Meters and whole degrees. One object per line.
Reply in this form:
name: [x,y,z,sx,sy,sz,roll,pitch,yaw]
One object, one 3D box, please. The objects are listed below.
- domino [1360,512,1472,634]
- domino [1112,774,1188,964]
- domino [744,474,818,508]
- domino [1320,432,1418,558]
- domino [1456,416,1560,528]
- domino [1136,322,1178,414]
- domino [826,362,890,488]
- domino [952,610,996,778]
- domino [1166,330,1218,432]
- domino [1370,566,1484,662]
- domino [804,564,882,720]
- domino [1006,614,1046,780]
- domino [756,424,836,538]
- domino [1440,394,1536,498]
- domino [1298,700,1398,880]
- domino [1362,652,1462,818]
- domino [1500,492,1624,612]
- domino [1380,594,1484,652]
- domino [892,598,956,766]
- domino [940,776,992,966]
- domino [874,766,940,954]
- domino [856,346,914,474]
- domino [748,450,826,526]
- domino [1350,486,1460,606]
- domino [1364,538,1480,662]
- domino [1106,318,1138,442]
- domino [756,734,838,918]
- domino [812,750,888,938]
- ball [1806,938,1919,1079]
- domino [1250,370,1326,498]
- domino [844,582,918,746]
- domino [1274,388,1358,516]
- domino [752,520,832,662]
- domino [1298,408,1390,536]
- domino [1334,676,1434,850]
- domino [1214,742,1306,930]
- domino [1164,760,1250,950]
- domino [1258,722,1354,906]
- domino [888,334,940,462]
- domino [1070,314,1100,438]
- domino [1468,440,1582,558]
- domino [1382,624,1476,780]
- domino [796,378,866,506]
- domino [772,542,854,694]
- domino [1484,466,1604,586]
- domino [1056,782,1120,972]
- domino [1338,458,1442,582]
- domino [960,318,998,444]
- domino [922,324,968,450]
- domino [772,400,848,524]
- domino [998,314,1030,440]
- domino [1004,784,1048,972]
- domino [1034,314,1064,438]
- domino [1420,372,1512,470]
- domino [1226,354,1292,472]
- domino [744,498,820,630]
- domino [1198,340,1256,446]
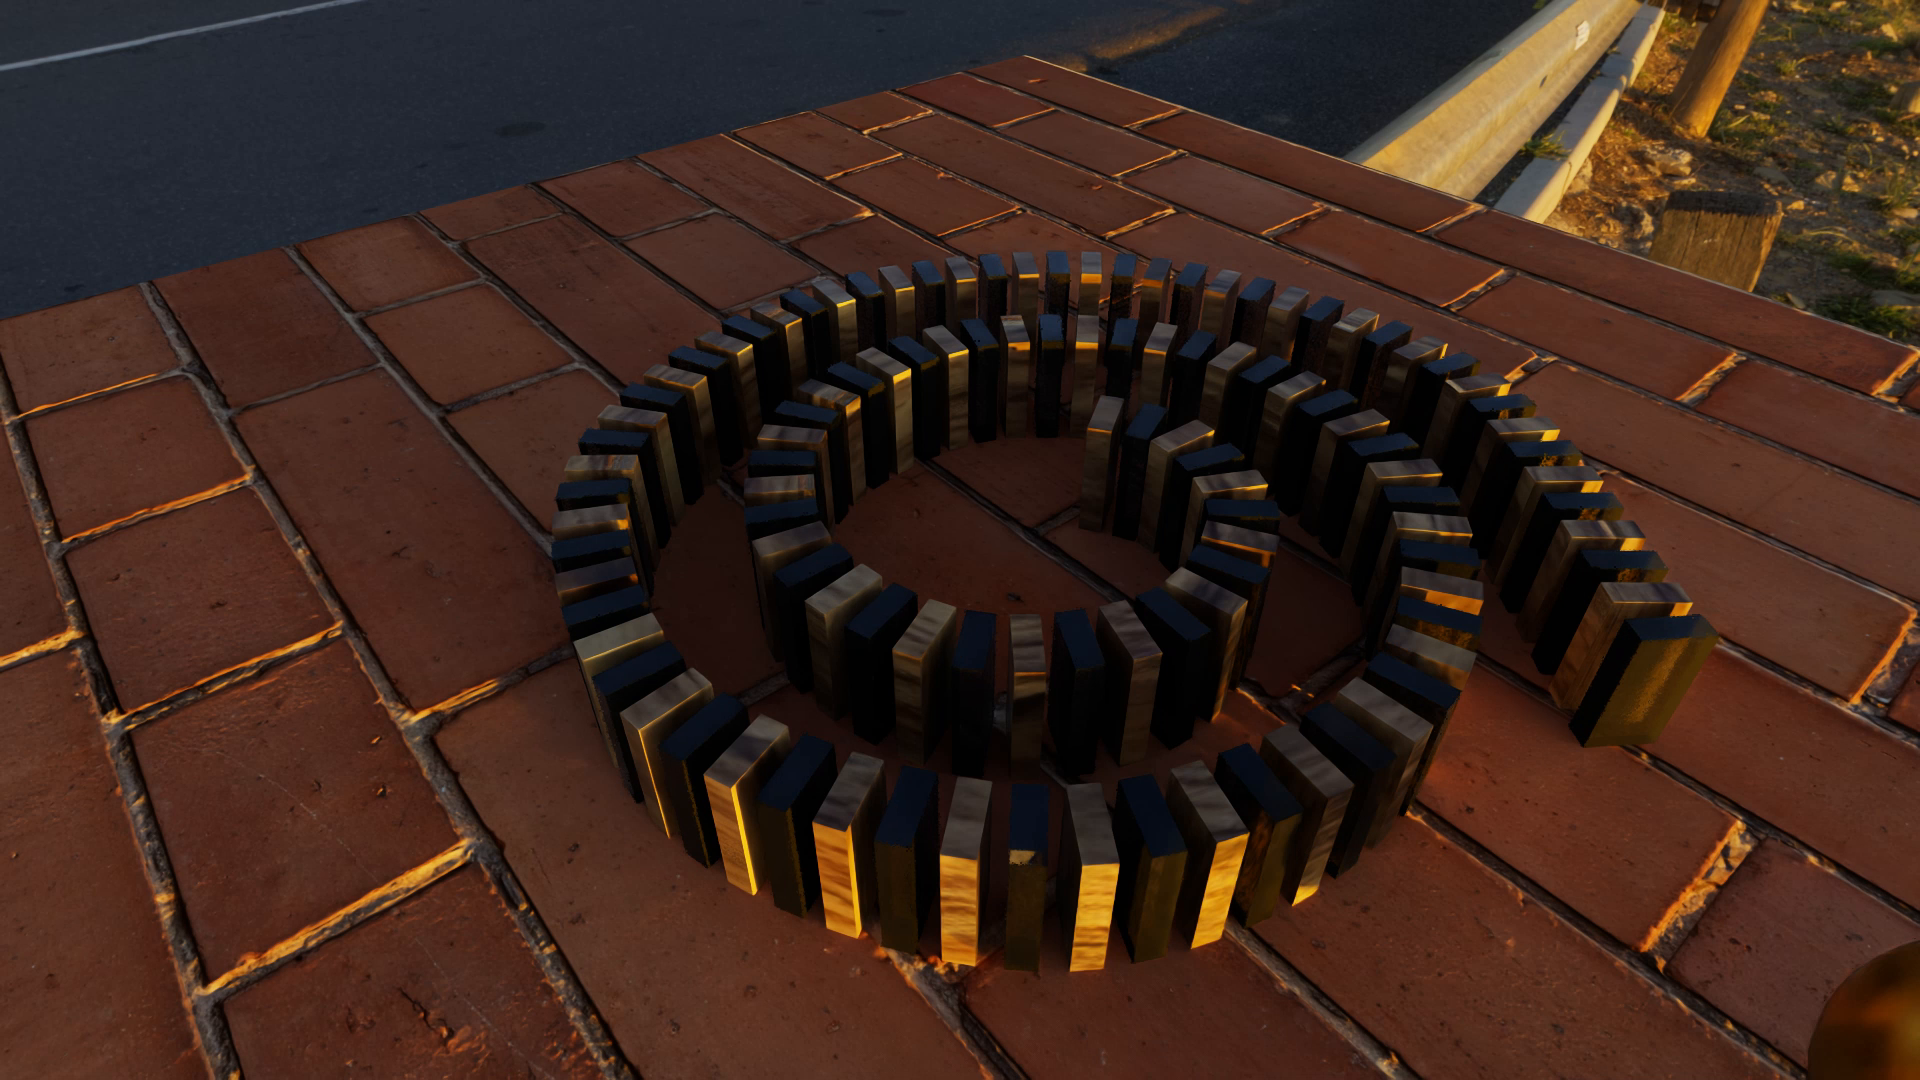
domino: [0.163,0.013,0.395,0.025,0.050,0.010,5,40,6]
domino: [0.050,0.090,0.301,0.009,0.050,0.025,-8,40,-10]
domino: [-0.065,-0.001,0.413,0.025,0.050,0.009,-4,39,-4]
domino: [0.160,-0.017,0.432,0.025,0.050,0.009,-11,41,-13]
domino: [0.219,-0.025,0.442,0.025,0.050,0.009,-4,39,-5]
domino: [0.088,-0.069,0.496,0.009,0.050,0.025,13,41,15]
domino: [-0.044,-0.049,0.471,0.025,0.050,0.009,28,47,30]
domino: [0.004,0.050,0.351,0.009,0.050,0.025,7,40,8]
domino: [0.103,-0.065,0.491,0.009,0.050,0.025,20,43,23]
domino: [0.156,0.033,0.371,0.025,0.050,0.009,12,41,14]
domino: [-0.037,0.035,0.369,0.009,0.050,0.025,30,48,32]
domino: [0.021,0.050,0.350,0.009,0.050,0.025,-1,39,-1]
domino: [-0.064,-0.021,0.438,0.025,0.050,0.010,6,40,7]
domino: [0.216,-0.036,0.455,0.025,0.050,0.009,-7,40,-8]
domino: [0.108,0.074,0.322,0.009,0.050,0.025,-24,45,-26]
domino: [0.133,0.060,0.338,0.025,0.050,0.009,29,47,31]
domino: [0.221,0.005,0.405,0.025,0.050,0.009,0,39,0]
domino: [0.150,0.043,0.359,0.025,0.050,0.009,16,42,19]
domino: [-0.011,0.046,0.355,0.009,0.050,0.025,17,42,19]
domino: [0.002,0.091,0.300,0.009,0.050,0.025,7,40,8]
domino: [-0.014,0.089,0.303,0.009,0.050,0.025,10,40,12]
domino: [-0.033,-0.056,0.480,0.009,0.050,0.025,-30,48,-32]
domino: [-0.066,-0.011,0.425,0.025,0.050,0.009,1,39,1]
domino: [0.164,0.003,0.408,0.025,0.050,0.009,1,39,1]
domino: [0.160,0.023,0.383,0.025,0.050,0.009,8,40,10]
domino: [0.072,-0.072,0.500,0.010,0.050,0.025,8,40,10]
domino: [-0.044,0.082,0.312,0.009,0.050,0.025,16,42,19]
domino: [-0.029,0.086,0.307,0.010,0.050,0.025,13,41,16]
ball: [0.231,0.126,0.234,0.080,0.080,0.080,0,39,0]
domino: [0.138,-0.044,0.465,0.025,0.050,0.009,-25,46,-28]
domino: [-0.025,0.041,0.361,0.010,0.050,0.025,24,45,26]
domino: [0.147,-0.036,0.455,0.025,0.050,0.010,-21,44,-24]
domino: [-0.057,0.019,0.389,0.025,0.050,0.009,-17,42,-20]
domino: [0.154,-0.027,0.444,0.025,0.050,0.010,-16,42,-19]
domino: [0.121,0.067,0.329,0.009,0.050,0.025,-29,47,-30]
domino: [0.080,0.084,0.309,0.009,0.050,0.025,-16,42,-19]
domino: [0.065,0.088,0.305,0.009,0.050,0.025,-13,41,-15]
domino: [0.095,0.079,0.315,0.009,0.050,0.025,-20,43,-23]
domino: [-0.020,-0.063,0.488,0.009,0.050,0.025,-25,45,-27]
domino: [0.057,-0.074,0.502,0.009,0.050,0.025,4,40,5]
domino: [0.220,-0.015,0.430,0.025,0.050,0.010,-2,39,-3]
domino: [0.142,0.052,0.348,0.025,0.050,0.009,21,44,24]
domino: [-0.053,-0.040,0.461,0.025,0.050,0.010,22,44,24]
domino: [-0.048,0.027,0.378,0.025,0.050,0.010,-27,46,-29]
domino: [0.220,-0.005,0.417,0.025,0.050,0.009,-1,39,-1]
domino: [0.034,0.092,0.299,0.009,0.050,0.025,-3,39,-4]
domino: [0.164,-0.007,0.420,0.025,0.050,0.009,-4,40,-5]
domino: [0.008,-0.072,0.499,0.010,0.050,0.025,-11,41,-13]
domino: [-0.006,-0.068,0.495,0.010,0.050,0.025,-19,43,-21]
domino: [-0.061,-0.031,0.450,0.025,0.050,0.010,13,41,15]
domino: [0.024,-0.074,0.502,0.009,0.050,0.025,-4,40,-5]
domino: [0.018,0.092,0.299,0.010,0.050,0.025,2,39,3]
domino: [0.040,-0.075,0.503,0.009,0.050,0.025,0,39,0]
domino: [0.213,-0.045,0.467,0.025,0.050,0.009,-11,41,-13]
domino: [0.127,-0.052,0.475,0.025,0.050,0.010,-30,48,-32]
domino: [-0.063,0.009,0.400,0.025,0.050,0.009,-9,40,-11]
domino: [0.116,-0.059,0.484,0.010,0.050,0.025,28,47,30]
